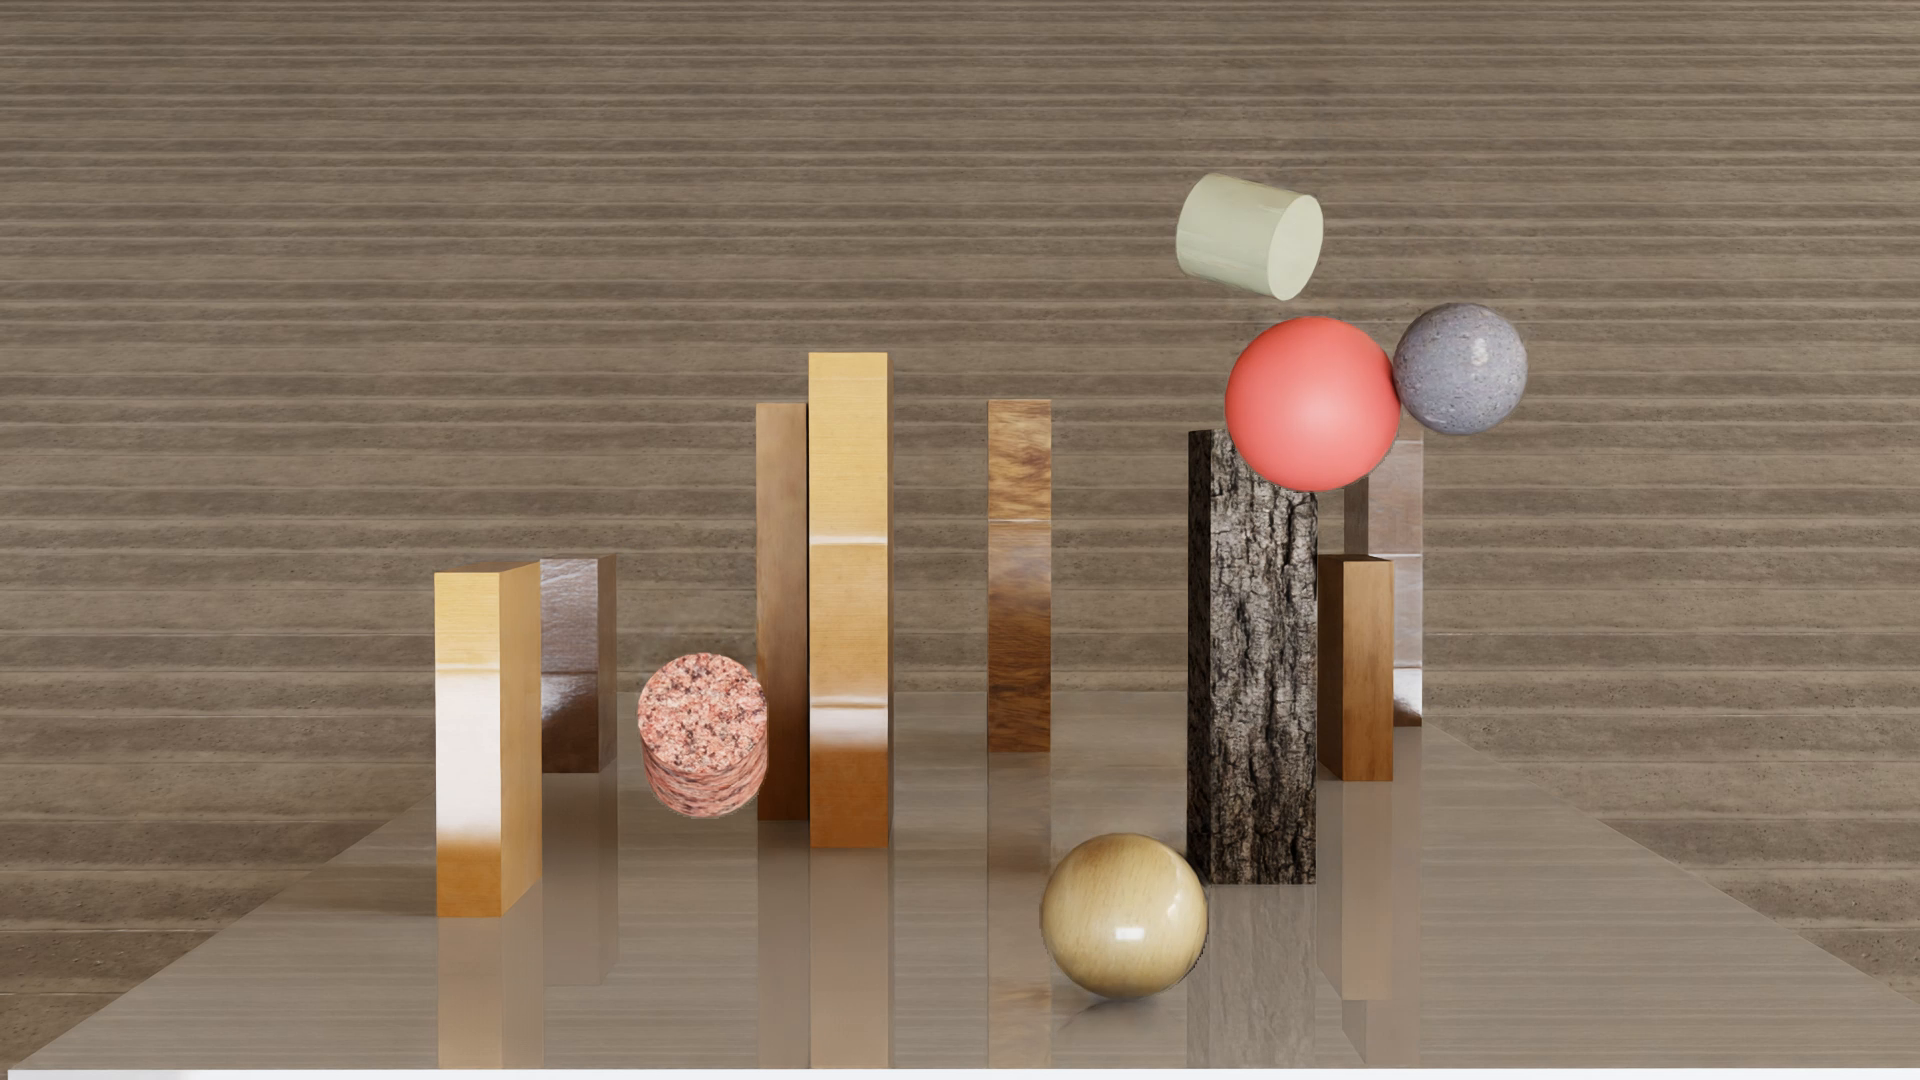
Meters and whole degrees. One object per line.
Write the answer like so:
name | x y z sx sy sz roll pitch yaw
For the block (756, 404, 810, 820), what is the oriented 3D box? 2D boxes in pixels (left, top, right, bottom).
block | -0.295 0.113 4.448 0.082 0.690 0.388 0 2 0

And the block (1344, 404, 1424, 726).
block | 0.963 0.030 5.878 0.120 0.756 0.357 0 2 0

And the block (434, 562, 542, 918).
block | -0.644 0.263 3.541 0.084 0.453 0.336 0 2 0

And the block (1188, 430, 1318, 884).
block | 0.427 0.159 3.798 0.150 0.641 0.352 0 2 0

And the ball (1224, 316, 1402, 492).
ball | 0.377 -0.145 2.754 0.187 0.187 0.187 0 24 0

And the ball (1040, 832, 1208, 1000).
ball | 0.183 0.418 2.867 0.185 0.185 0.185 0 24 0

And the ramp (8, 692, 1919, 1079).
ramp | 0.056 0.504 4.549 2.000 0.100 4.000 0 2 0

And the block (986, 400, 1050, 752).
block | 0.121 0.067 5.388 0.126 0.715 0.337 0 2 0

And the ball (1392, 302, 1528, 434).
ball | 0.521 -0.179 2.685 0.139 0.139 0.139 0 24 0

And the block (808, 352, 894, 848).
block | -0.172 0.087 4.158 0.120 0.762 0.391 0 2 0

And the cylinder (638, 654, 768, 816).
cylinder | -0.272 0.208 2.741 0.134 0.134 0.134 2 64 -3

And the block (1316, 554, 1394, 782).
block | 0.754 0.237 4.929 0.093 0.407 0.340 0 2 0

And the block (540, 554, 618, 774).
block | -0.741 0.235 5.021 0.109 0.408 0.268 0 2 0

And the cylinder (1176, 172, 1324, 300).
cylinder | 0.287 -0.301 2.555 0.105 0.105 0.105 20 31 32
